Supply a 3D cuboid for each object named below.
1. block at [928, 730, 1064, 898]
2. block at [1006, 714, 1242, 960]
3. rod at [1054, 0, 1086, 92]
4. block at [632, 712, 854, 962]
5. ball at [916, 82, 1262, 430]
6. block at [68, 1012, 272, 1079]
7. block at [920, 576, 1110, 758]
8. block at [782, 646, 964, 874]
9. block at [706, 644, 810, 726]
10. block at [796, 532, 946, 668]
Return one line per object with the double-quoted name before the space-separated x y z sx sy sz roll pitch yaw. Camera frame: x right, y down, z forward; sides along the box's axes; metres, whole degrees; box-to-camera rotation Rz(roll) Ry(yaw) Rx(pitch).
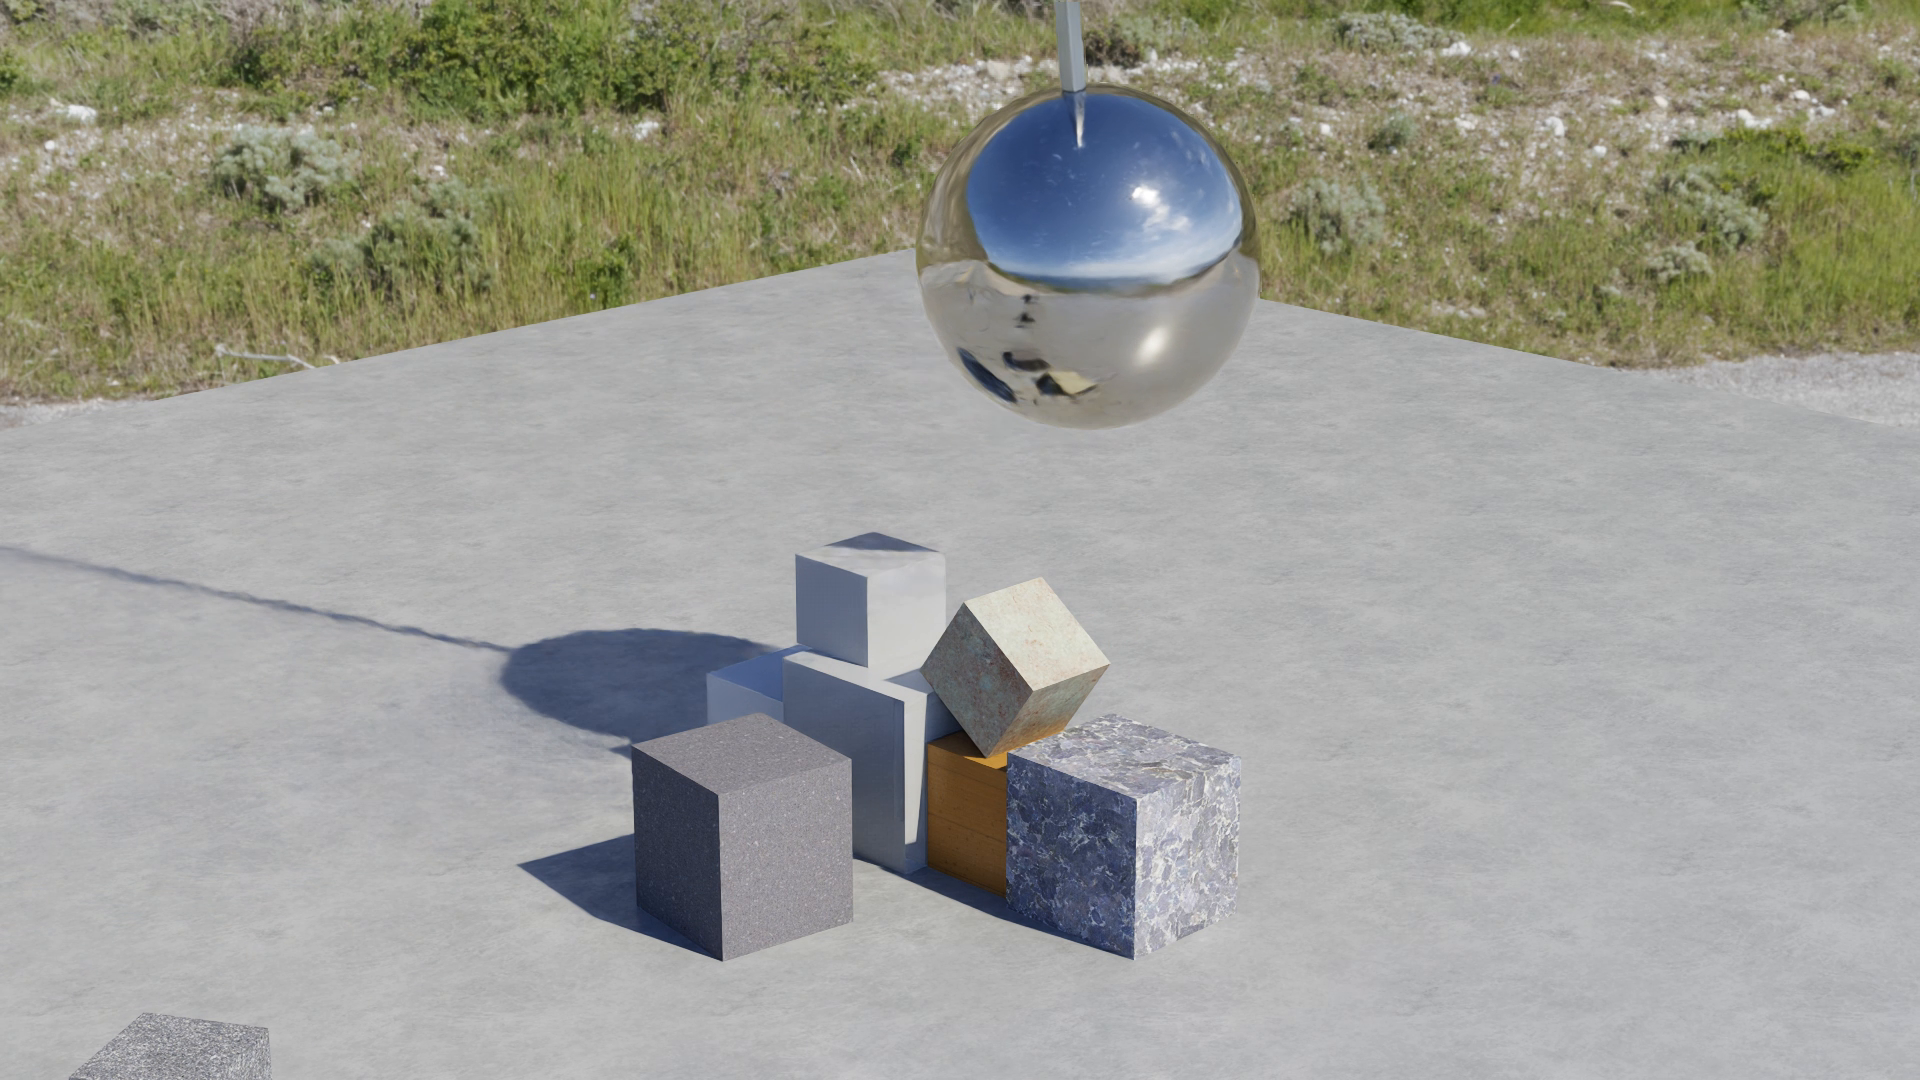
"block" 0.252 1.217 13.456 0.573 0.609 0.560 -17 24 -42
"block" 0.719 1.297 12.974 0.684 0.747 0.765 -17 24 -42
"rod" 0.257 -4.416 12.224 0.080 5.200 0.080 17 32 42
"block" -0.960 1.295 12.937 0.680 0.772 0.718 -13 21 -35
"ball" 0.594 -1.305 13.554 1.600 1.600 1.600 0 17 0
"block" -2.845 2.119 10.644 0.506 0.575 0.525 4 18 14
"block" 0.246 0.576 13.296 0.506 0.492 0.533 -17 60 -43
"block" -0.249 0.956 13.890 0.828 0.846 0.825 -17 24 -42
"block" -0.777 0.927 14.435 0.665 0.576 0.648 -17 24 -42
"block" -0.423 0.277 13.899 0.506 0.445 0.498 -17 24 -42
